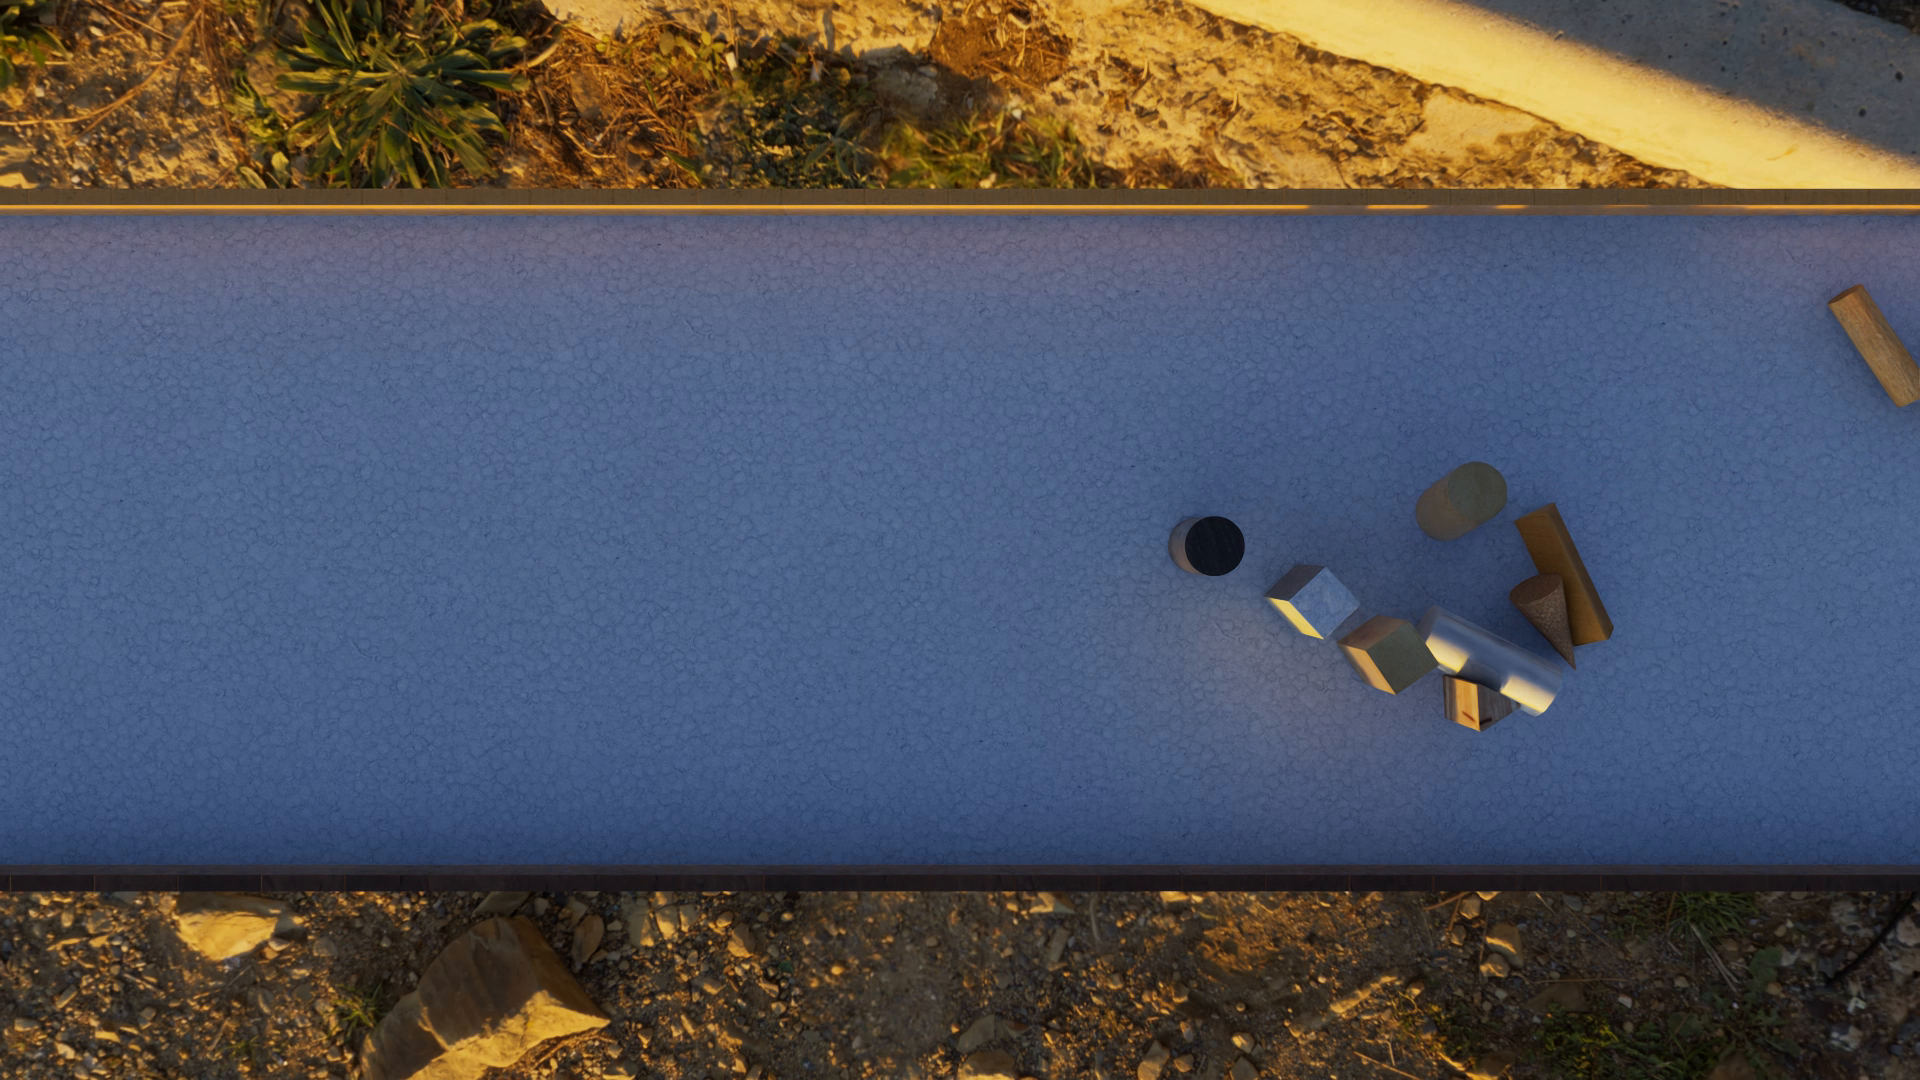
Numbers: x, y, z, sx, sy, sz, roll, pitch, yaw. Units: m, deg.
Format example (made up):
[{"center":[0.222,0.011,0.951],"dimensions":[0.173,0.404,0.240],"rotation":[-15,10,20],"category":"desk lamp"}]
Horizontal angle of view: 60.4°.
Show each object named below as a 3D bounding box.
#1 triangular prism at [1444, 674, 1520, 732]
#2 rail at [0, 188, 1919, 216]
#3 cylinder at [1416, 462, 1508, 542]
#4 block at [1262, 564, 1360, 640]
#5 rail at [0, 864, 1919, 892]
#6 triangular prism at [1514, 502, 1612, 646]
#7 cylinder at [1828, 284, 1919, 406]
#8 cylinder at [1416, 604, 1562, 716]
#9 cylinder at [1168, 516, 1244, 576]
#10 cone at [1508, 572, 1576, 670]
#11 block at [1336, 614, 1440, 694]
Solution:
[{"center":[1.521,0.463,4.907],"dimensions":[0.138,0.340,0.119],"rotation":[-34,90,0],"category":"triangular prism"},{"center":[-2.247,-1.025,5.002],"dimensions":[12.000,0.150,0.050],"rotation":[0,90,0],"category":"rail"},{"center":[1.488,-0.111,4.903],"dimensions":[0.175,0.319,0.175],"rotation":[0,79,-1],"category":"cylinder"},{"center":[1.034,0.178,4.876],"dimensions":[0.147,0.400,0.147],"rotation":[-43,90,0],"category":"block"},{"center":[-2.247,1.025,5.001],"dimensions":[12.000,0.150,0.050],"rotation":[0,90,0],"category":"rail"},{"center":[1.857,0.106,5.016],"dimensions":[0.133,0.115,0.428],"rotation":[-25,90,0],"category":"triangular prism"},{"center":[2.799,-0.592,5.022],"dimensions":[0.109,0.109,0.378],"rotation":[-34,90,0],"category":"cylinder"},{"center":[1.589,0.365,4.992],"dimensions":[0.416,0.170,0.170],"rotation":[27,90,0],"category":"cylinder"},{"center":[0.726,0.018,4.888],"dimensions":[0.172,0.377,0.172],"rotation":[0,90,0],"category":"cylinder"},{"center":[1.820,0.276,5.037],"dimensions":[0.165,0.165,0.314],"rotation":[-31,105,0],"category":"cone"},{"center":[1.264,0.336,4.892],"dimensions":[0.153,0.369,0.153],"rotation":[-35,90,0],"category":"block"}]
